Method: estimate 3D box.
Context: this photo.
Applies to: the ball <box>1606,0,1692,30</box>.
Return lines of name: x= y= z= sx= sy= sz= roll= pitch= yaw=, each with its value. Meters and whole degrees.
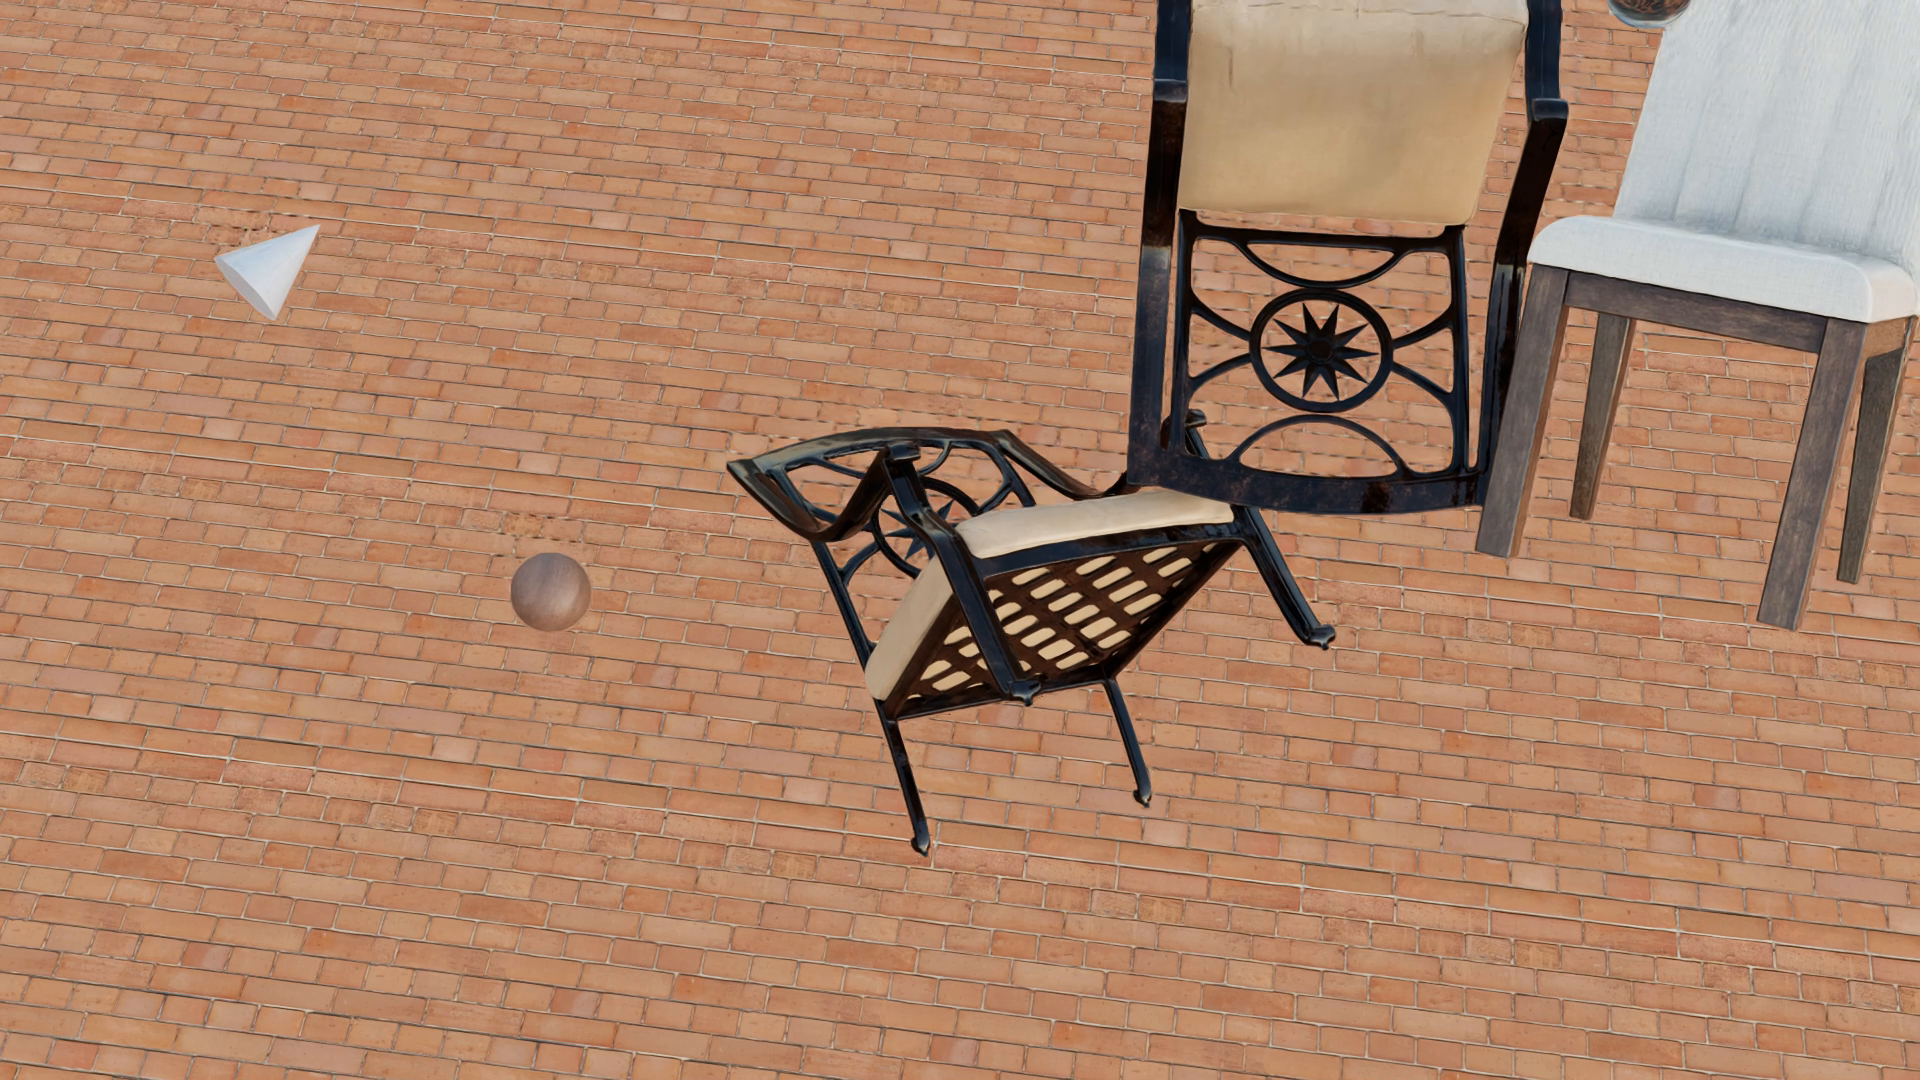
ball: x=0.768 y=-0.619 z=2.450 sx=0.098 sy=0.098 sz=0.098 roll=0 pitch=56 yaw=0

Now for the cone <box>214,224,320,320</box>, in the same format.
cone: x=-1.487 y=-0.625 z=4.833 sx=0.223 sy=0.180 sz=0.211 roll=-45 pitch=35 yaw=-17
